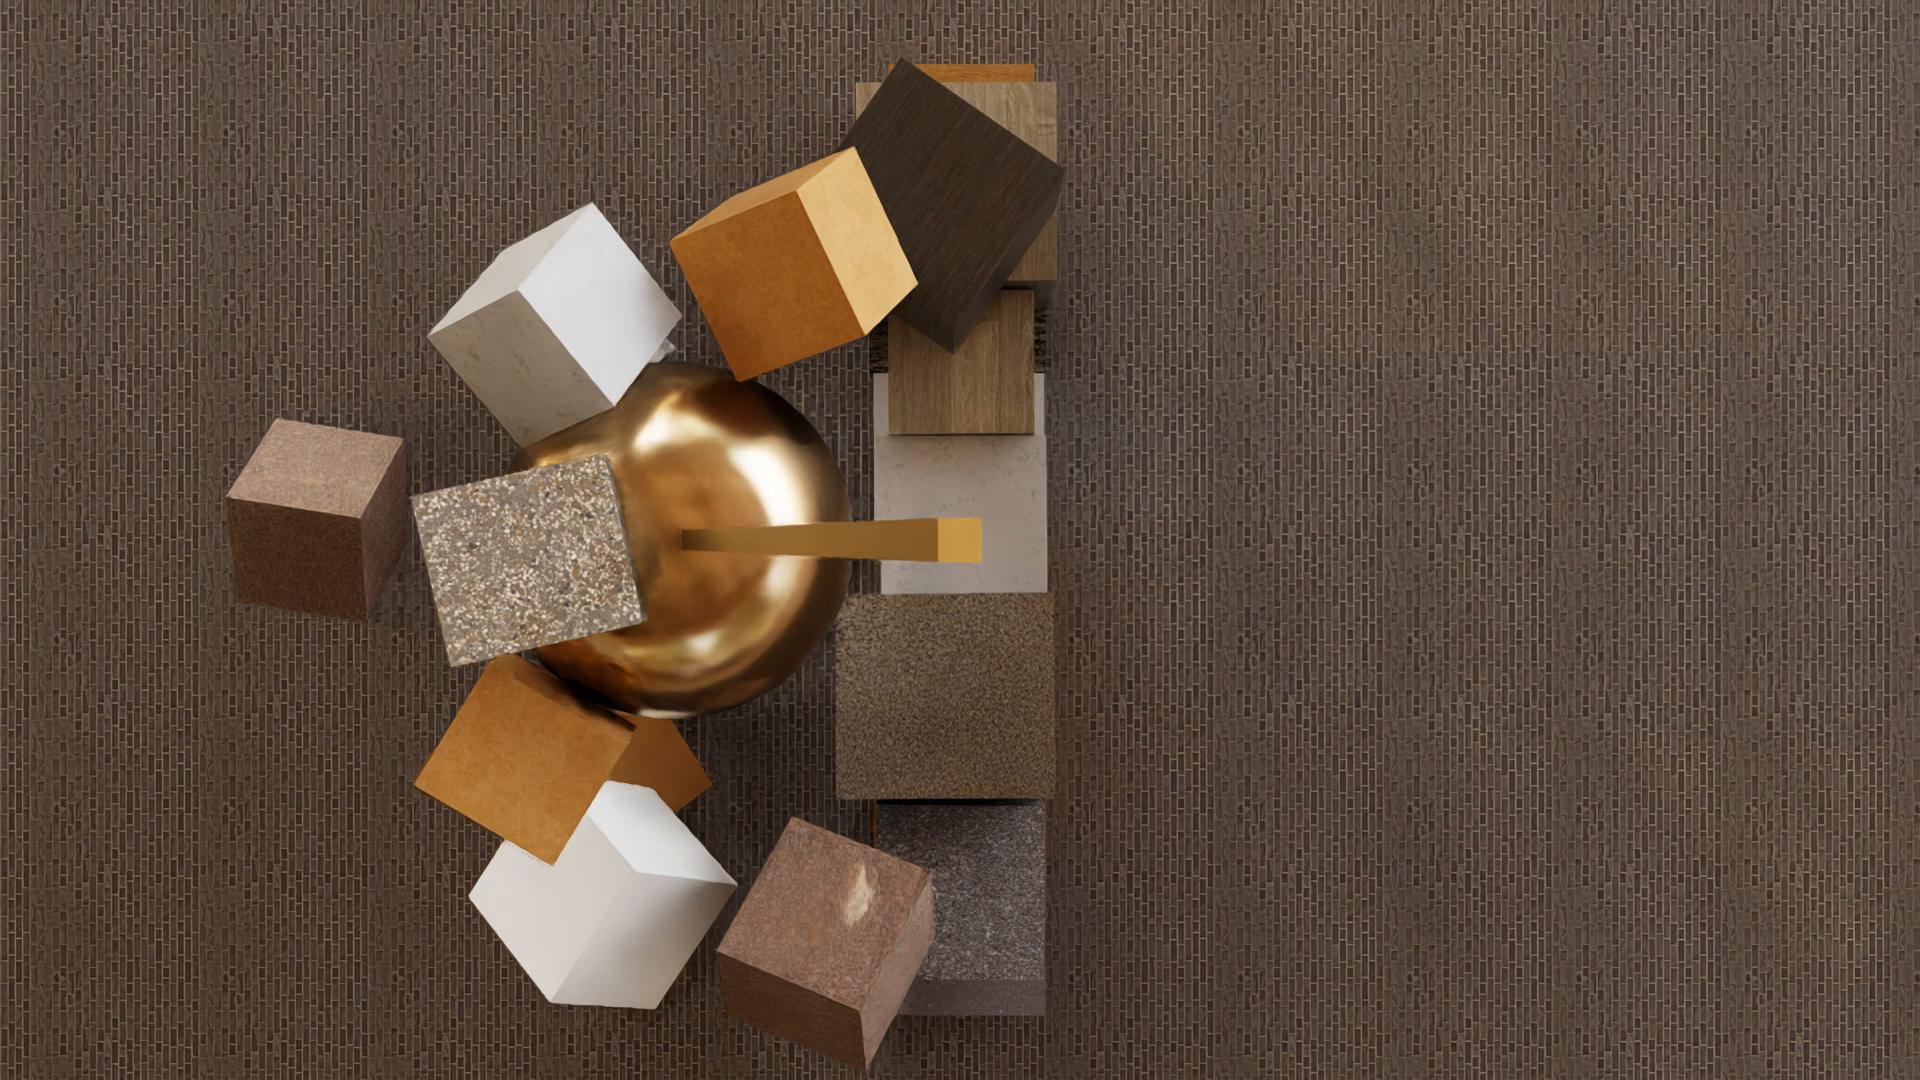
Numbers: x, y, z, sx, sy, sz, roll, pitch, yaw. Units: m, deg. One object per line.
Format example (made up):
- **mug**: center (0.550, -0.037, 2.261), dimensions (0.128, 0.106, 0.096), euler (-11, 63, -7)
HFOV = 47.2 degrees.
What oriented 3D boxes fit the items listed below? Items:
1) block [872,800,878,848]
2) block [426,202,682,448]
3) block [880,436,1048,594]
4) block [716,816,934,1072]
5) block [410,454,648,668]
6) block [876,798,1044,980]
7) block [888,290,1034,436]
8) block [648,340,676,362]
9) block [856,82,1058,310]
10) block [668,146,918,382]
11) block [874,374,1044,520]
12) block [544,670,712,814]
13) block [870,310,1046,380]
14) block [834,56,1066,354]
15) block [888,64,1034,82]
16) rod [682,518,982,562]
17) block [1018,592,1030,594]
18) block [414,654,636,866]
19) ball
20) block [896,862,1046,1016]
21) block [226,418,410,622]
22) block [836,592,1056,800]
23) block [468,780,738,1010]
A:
- **block**: center (-0.012, 1.287, 12.570), dimensions (0.931, 0.861, 0.968), euler (0, 90, 0)
- **block**: center (-1.697, -0.901, 9.259), dimensions (0.590, 0.664, 0.617), euler (-19, 119, 36)
- **block**: center (0.019, -0.128, 11.603), dimensions (0.846, 0.800, 0.799), euler (0, 90, 0)
- **block**: center (-0.647, 1.999, 10.892), dimensions (0.764, 0.693, 0.806), euler (19, 55, 15)
- **block**: center (-1.668, 0.079, 8.621), dimensions (0.735, 0.685, 0.658), euler (-13, 91, -7)
- **block**: center (-0.001, 1.817, 11.758), dimensions (0.872, 0.764, 0.904), euler (0, 91, 0)
- **block**: center (0.007, -0.897, 11.562), dimensions (0.738, 0.882, 0.727), euler (0, 89, 0)
- **block**: center (-2.196, -1.073, 12.553), dimensions (0.799, 0.733, 0.753), euler (43, 94, -7)
- **block**: center (-0.019, -1.765, 11.465), dimensions (0.997, 1.122, 0.987), euler (0, 88, 0)
- **block**: center (-0.712, -1.204, 9.573), dimensions (0.657, 0.687, 0.671), euler (-17, 108, 26)
- **block**: center (-0.008, -0.457, 12.502), dimensions (0.929, 0.997, 0.905), euler (0, 90, 0)
- **block**: center (-2.140, 1.251, 12.292), dimensions (0.919, 0.870, 0.902), euler (-37, 105, -26)
- **block**: center (-0.013, -1.368, 12.513), dimensions (0.968, 0.973, 0.896), euler (0, 90, 0)
- **block**: center (-0.147, -1.543, 10.387), dimensions (0.898, 1.021, 0.881), euler (35, 89, 1)
- **block**: center (0.008, -2.226, 12.568), dimensions (0.805, 0.863, 0.800), euler (0, 90, 0)
- **rod**: center (-0.550, 0.000, 6.478), dimensions (0.080, 5.200, 0.080), euler (0, 90, -12)
- **block**: center (0.007, 0.398, 12.613), dimensions (0.785, 0.774, 0.786), euler (0, 90, 0)
- **block**: center (-1.860, 0.927, 9.488), dimensions (0.670, 0.590, 0.596), euler (32, 90, -5)
- **ball**: center (-1.270, 0.000, 9.801), dimensions (1.600, 1.600, 1.600), euler (0, 90, 0)
- **block**: center (-0.016, 2.203, 12.574), dimensions (0.973, 0.853, 0.847), euler (0, 90, 0)
- **block**: center (-3.439, -0.109, 11.844), dimensions (0.703, 0.731, 0.705), euler (9, 128, 1)
- **block**: center (-0.075, 0.796, 11.562), dimensions (1.095, 1.154, 1.026), euler (0, 88, 0)
- **block**: center (-1.828, 1.796, 11.263), dimensions (0.830, 0.762, 0.811), euler (41, 102, 36)
